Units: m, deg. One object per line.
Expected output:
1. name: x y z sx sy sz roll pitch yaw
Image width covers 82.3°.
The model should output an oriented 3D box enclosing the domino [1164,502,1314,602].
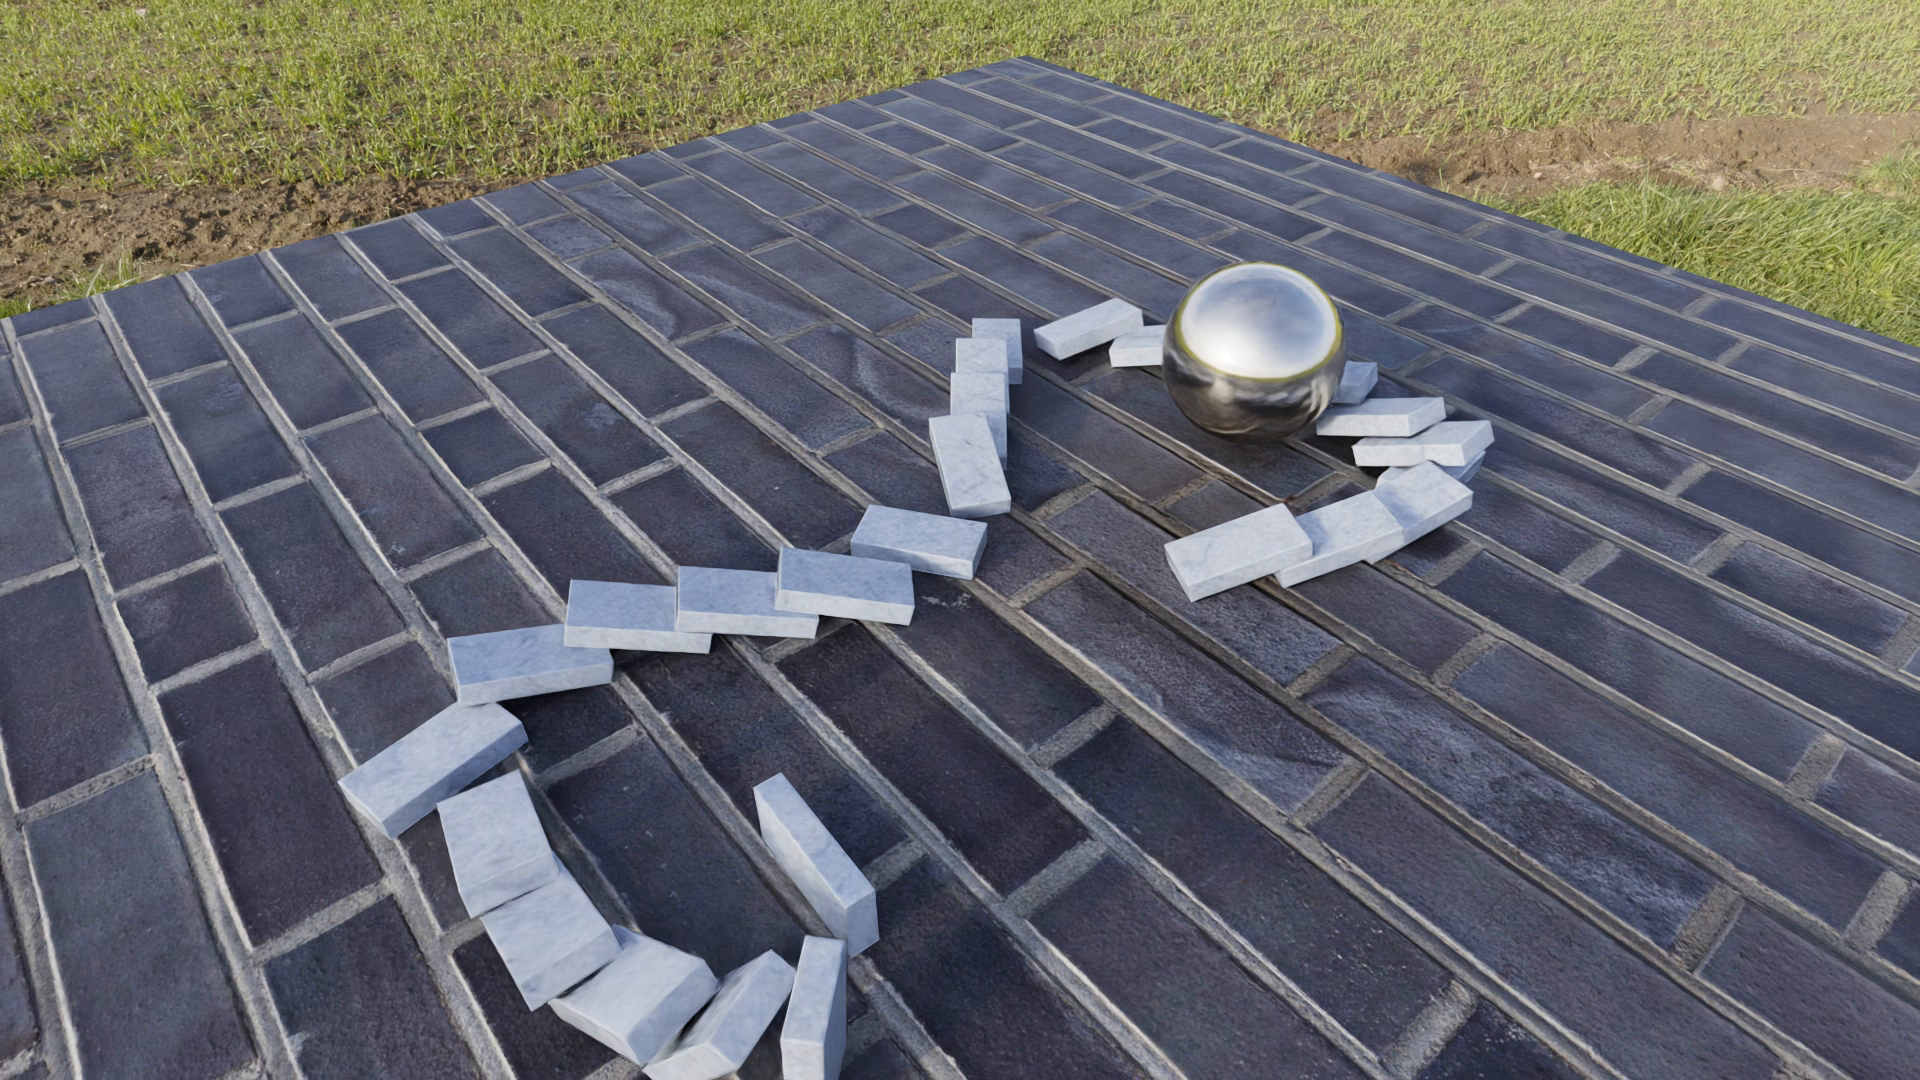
1. domino: 0.108 0.004 0.428 0.050 0.010 0.025 -19 41 0

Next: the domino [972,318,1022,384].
1. domino: 0.019 -0.097 0.562 0.025 0.010 0.050 1 39 1

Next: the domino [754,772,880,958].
1. domino: -0.042 0.093 0.318 0.010 0.025 0.050 -26 46 -28

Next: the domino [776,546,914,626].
1. domino: -0.043 0.017 0.412 0.050 0.010 0.025 8 36 -13

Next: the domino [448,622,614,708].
1. domino: -0.149 0.042 0.383 0.050 0.010 0.025 -7 38 -30

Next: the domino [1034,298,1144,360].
1. domino: 0.066 -0.109 0.567 0.050 0.010 0.025 -23 34 -13

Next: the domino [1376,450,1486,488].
1. domino: 0.205 -0.029 0.479 0.025 0.010 0.050 31 49 32

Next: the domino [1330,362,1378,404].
1. domino: 0.170 -0.076 0.525 0.050 0.009 0.025 8 37 37

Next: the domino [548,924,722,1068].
1. domino: -0.085 0.115 0.283 0.050 0.010 0.025 -7 25 48

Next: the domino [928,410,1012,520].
1. domino: 0.004 -0.032 0.472 0.025 0.010 0.050 -9 56 -8

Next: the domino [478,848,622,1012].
1. domino: -0.115 0.105 0.302 0.025 0.009 0.050 -28 26 -30

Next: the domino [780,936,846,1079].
1. domino: -0.035 0.120 0.264 0.009 0.050 0.025 7 40 3

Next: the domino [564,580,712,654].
1. domino: -0.116 0.028 0.399 0.050 0.009 0.025 5 37 -18

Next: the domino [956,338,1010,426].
1. domino: 0.011 -0.076 0.527 0.025 0.010 0.050 0 53 0

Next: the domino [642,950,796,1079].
1. domino: -0.059 0.119 0.269 0.010 0.050 0.025 42 47 -3

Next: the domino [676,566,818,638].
1. domino: -0.079 0.023 0.406 0.050 0.009 0.025 5 37 -17

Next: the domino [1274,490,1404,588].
1. domino: 0.145 -0.001 0.434 0.050 0.010 0.025 -20 41 0

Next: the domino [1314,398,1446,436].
1. domino: 0.188 -0.055 0.493 0.025 0.010 0.050 -24 17 -26

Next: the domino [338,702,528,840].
1. domino: -0.170 0.071 0.356 0.025 0.009 0.050 26 46 28

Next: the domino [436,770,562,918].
1. domino: -0.137 0.088 0.325 0.025 0.010 0.050 -22 27 -24

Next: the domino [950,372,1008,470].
1. domino: 0.008 -0.054 0.499 0.025 0.010 0.050 0 55 0

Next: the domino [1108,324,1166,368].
1. domino: 0.103 -0.099 0.554 0.050 0.010 0.025 1 37 25

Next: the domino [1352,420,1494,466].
1. domino: 0.199 -0.041 0.473 0.025 0.009 0.050 -32 21 -31

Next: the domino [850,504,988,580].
1. domino: -0.016 0.000 0.443 0.050 0.010 0.025 9 40 11

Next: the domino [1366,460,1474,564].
1. domino: 0.180 -0.012 0.448 0.050 0.009 0.025 -28 45 -10

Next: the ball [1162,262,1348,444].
1. ball: 0.130 -0.083 0.489 0.080 0.080 0.080 0 39 0
